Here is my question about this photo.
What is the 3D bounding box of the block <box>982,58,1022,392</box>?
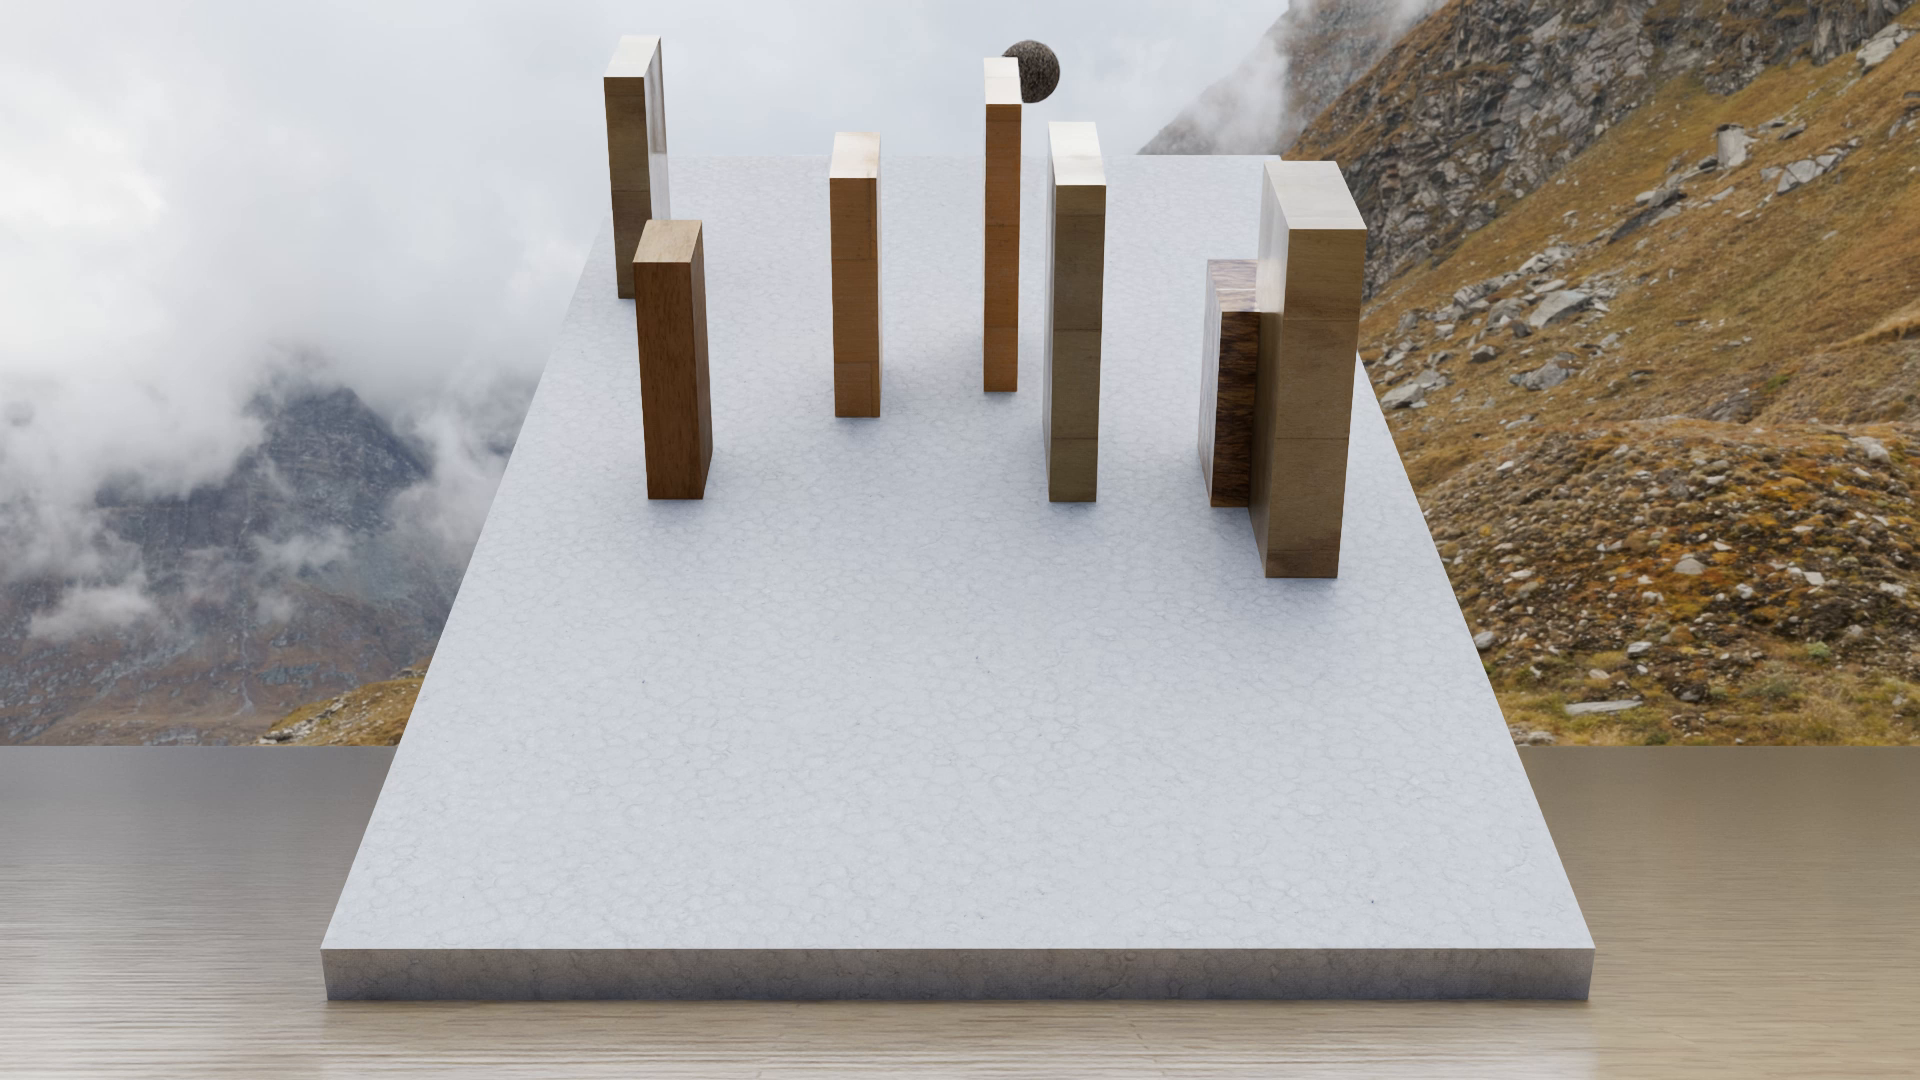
[{"bbox_3d":[0.097,-0.755,5.672,0.081,0.705,0.378,0,27,0],"label":"block"}]

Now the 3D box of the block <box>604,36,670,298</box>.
[{"bbox_3d":[-0.843,-0.983,6.239,0.101,0.592,0.392,0,27,0],"label":"block"}]

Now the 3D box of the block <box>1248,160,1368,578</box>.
[{"bbox_3d":[0.694,-0.348,4.836,0.147,0.747,0.410,0,27,0],"label":"block"}]

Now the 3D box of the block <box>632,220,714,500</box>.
[{"bbox_3d":[-0.617,-0.390,5.131,0.118,0.545,0.261,0,27,0],"label":"block"}]

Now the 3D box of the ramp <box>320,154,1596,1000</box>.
[{"bbox_3d":[-0.011,-0.226,5.523,2.000,0.100,4.000,0,27,0],"label":"ramp"}]

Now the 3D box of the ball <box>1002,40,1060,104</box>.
[{"bbox_3d":[0.205,-1.386,7.022,0.185,0.185,0.185,0,-5,0],"label":"ball"}]

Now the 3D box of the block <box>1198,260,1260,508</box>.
[{"bbox_3d":[0.611,-0.342,5.147,0.141,0.451,0.309,0,27,0],"label":"block"}]

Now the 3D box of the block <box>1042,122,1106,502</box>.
[{"bbox_3d":[0.244,-0.499,5.161,0.102,0.716,0.429,0,27,0],"label":"block"}]

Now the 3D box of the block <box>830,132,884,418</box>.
[{"bbox_3d":[-0.239,-0.621,5.546,0.105,0.581,0.335,0,27,0],"label":"block"}]
